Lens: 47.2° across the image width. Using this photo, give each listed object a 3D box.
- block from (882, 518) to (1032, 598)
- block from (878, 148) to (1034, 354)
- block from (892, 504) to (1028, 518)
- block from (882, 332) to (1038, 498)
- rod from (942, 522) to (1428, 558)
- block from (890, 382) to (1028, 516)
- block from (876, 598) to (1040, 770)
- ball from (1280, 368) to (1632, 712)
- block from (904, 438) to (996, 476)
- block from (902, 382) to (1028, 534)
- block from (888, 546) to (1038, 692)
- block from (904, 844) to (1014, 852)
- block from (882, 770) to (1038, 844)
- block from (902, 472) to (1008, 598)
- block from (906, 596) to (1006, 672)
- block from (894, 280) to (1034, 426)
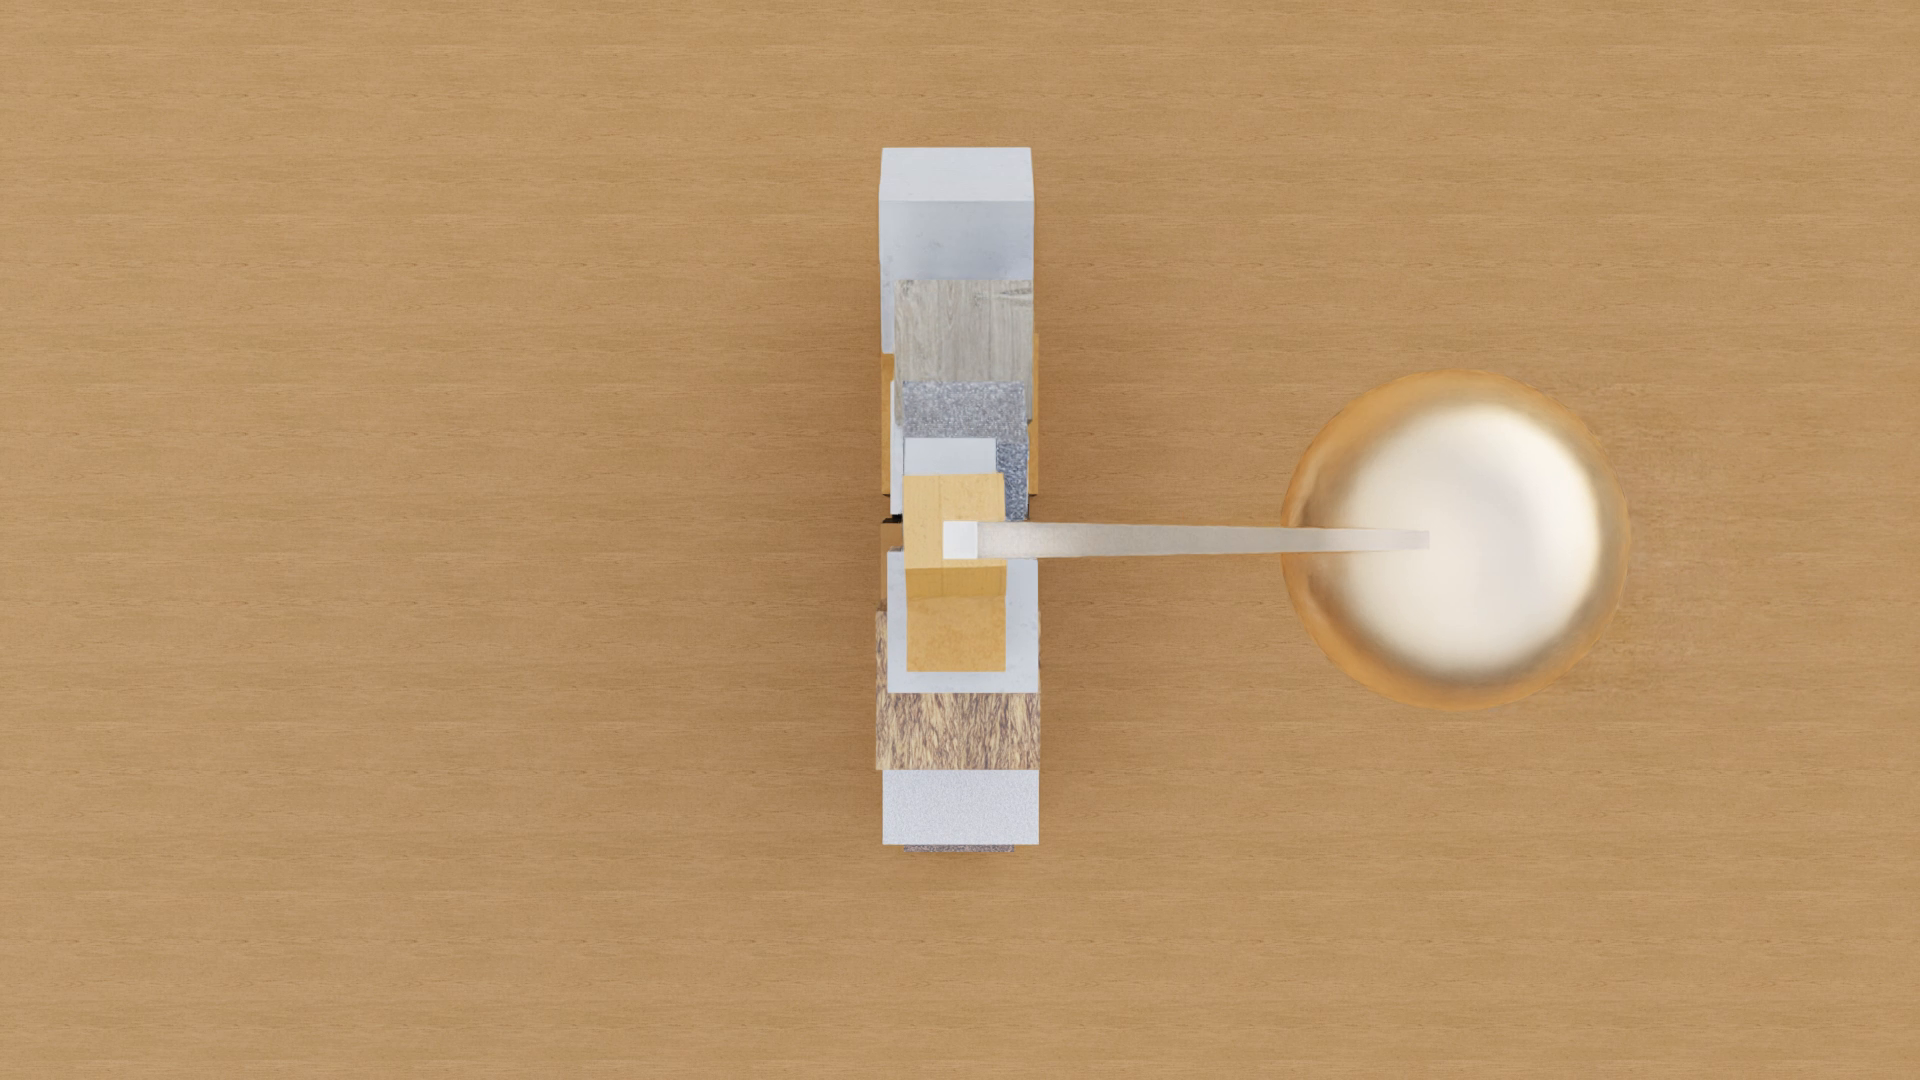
[{"bbox_3d":[-0.013,0.331,11.926,0.802,0.737,0.873,0,93,0],"label":"block"},{"bbox_3d":[-0.018,-1.571,11.924,0.806,0.755,0.879,0,121,0],"label":"block"},{"bbox_3d":[0.005,0.137,12.652,0.762,0.697,0.760,0,90,0],"label":"block"},{"bbox_3d":[-0.001,-0.695,12.536,0.860,0.928,0.886,0,90,0],"label":"block"},{"bbox_3d":[0.994,0.000,7.120,0.080,5.200,0.080,0,90,22],"label":"rod"},{"bbox_3d":[-0.006,-0.477,11.724,0.705,0.696,0.688,0,90,0],"label":"block"},{"bbox_3d":[-0.009,0.717,11.160,0.805,0.830,0.777,0,93,0],"label":"block"},{"bbox_3d":[2.295,0.000,10.261,1.600,1.600,1.600,0,90,0],"label":"ball"},{"bbox_3d":[-0.044,-0.171,9.949,0.403,0.446,0.456,0,73,0],"label":"block"},{"bbox_3d":[0.015,-0.394,10.504,0.581,0.482,0.547,0,131,-2],"label":"block"},{"bbox_3d":[0.012,0.367,10.427,0.692,0.601,0.650,0,92,0],"label":"block"},{"bbox_3d":[-0.005,1.427,12.659,0.621,0.683,0.642,0,90,0],"label":"block"},{"bbox_3d":[0.004,1.196,11.969,0.823,0.696,0.826,0,90,0],"label":"block"},{"bbox_3d":[-0.023,-0.017,9.462,0.431,0.365,0.423,-2,69,0],"label":"block"},{"bbox_3d":[-0.016,0.344,9.867,0.433,0.516,0.442,0,92,0],"label":"block"},{"bbox_3d":[0.017,-0.925,11.022,0.673,0.703,0.681,0,90,0],"label":"block"}]
